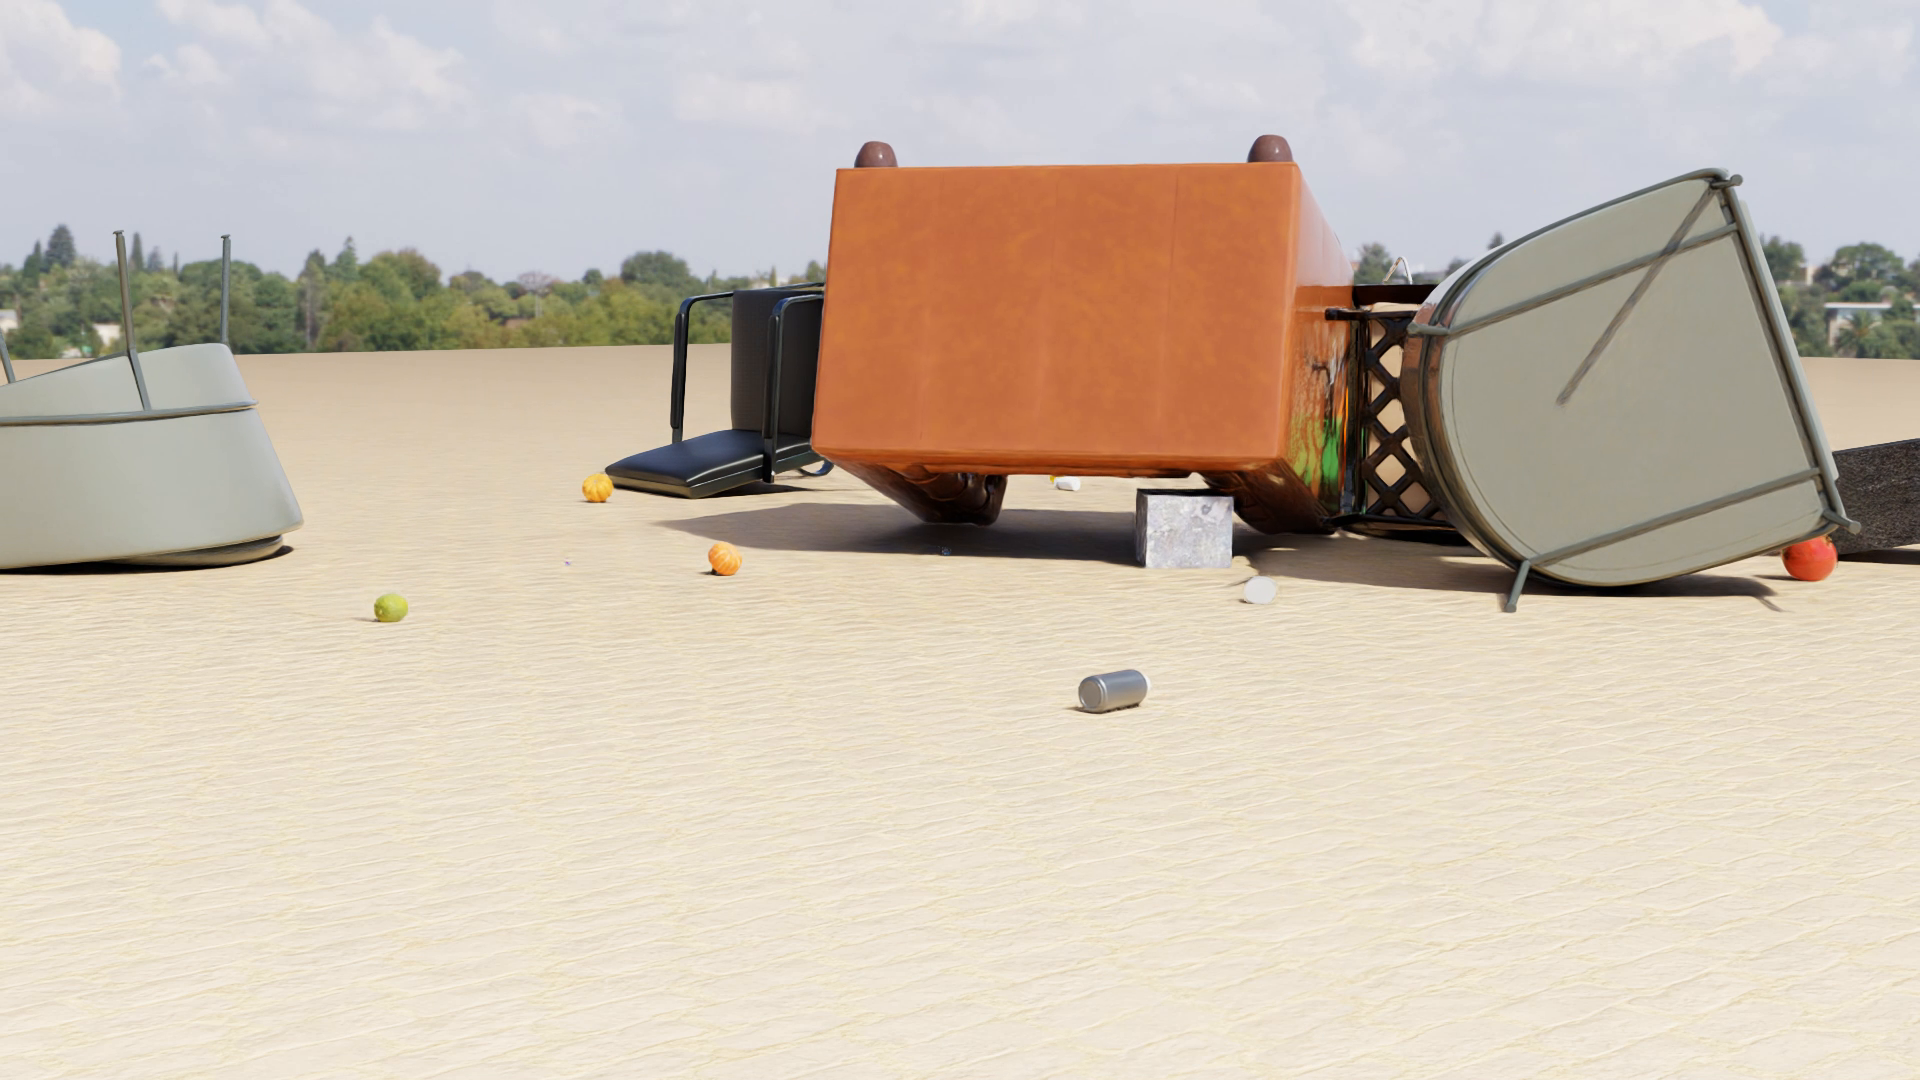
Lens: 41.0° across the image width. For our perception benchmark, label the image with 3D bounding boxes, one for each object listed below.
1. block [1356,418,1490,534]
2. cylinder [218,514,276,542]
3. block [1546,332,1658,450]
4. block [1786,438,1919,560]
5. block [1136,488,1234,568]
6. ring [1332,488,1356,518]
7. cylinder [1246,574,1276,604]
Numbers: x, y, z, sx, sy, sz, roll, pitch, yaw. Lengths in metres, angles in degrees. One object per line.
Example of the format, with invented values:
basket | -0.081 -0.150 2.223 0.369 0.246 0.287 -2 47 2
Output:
block | 1.206 -0.170 6.709 0.321 0.278 0.260 0 6 5
cylinder | -1.787 -0.027 6.435 0.118 0.046 0.121 -18 2 -30
block | 2.416 -0.560 9.654 0.255 0.303 0.223 29 51 -1
block | 2.176 -0.108 6.016 0.353 0.231 0.334 -10 0 32
block | 0.512 -0.028 5.876 0.193 0.162 0.200 0 6 -4
ring | 1.176 -0.097 6.961 0.345 0.082 0.196 4 8 27
cylinder | 0.608 0.101 5.181 0.062 0.051 0.056 8 15 6
